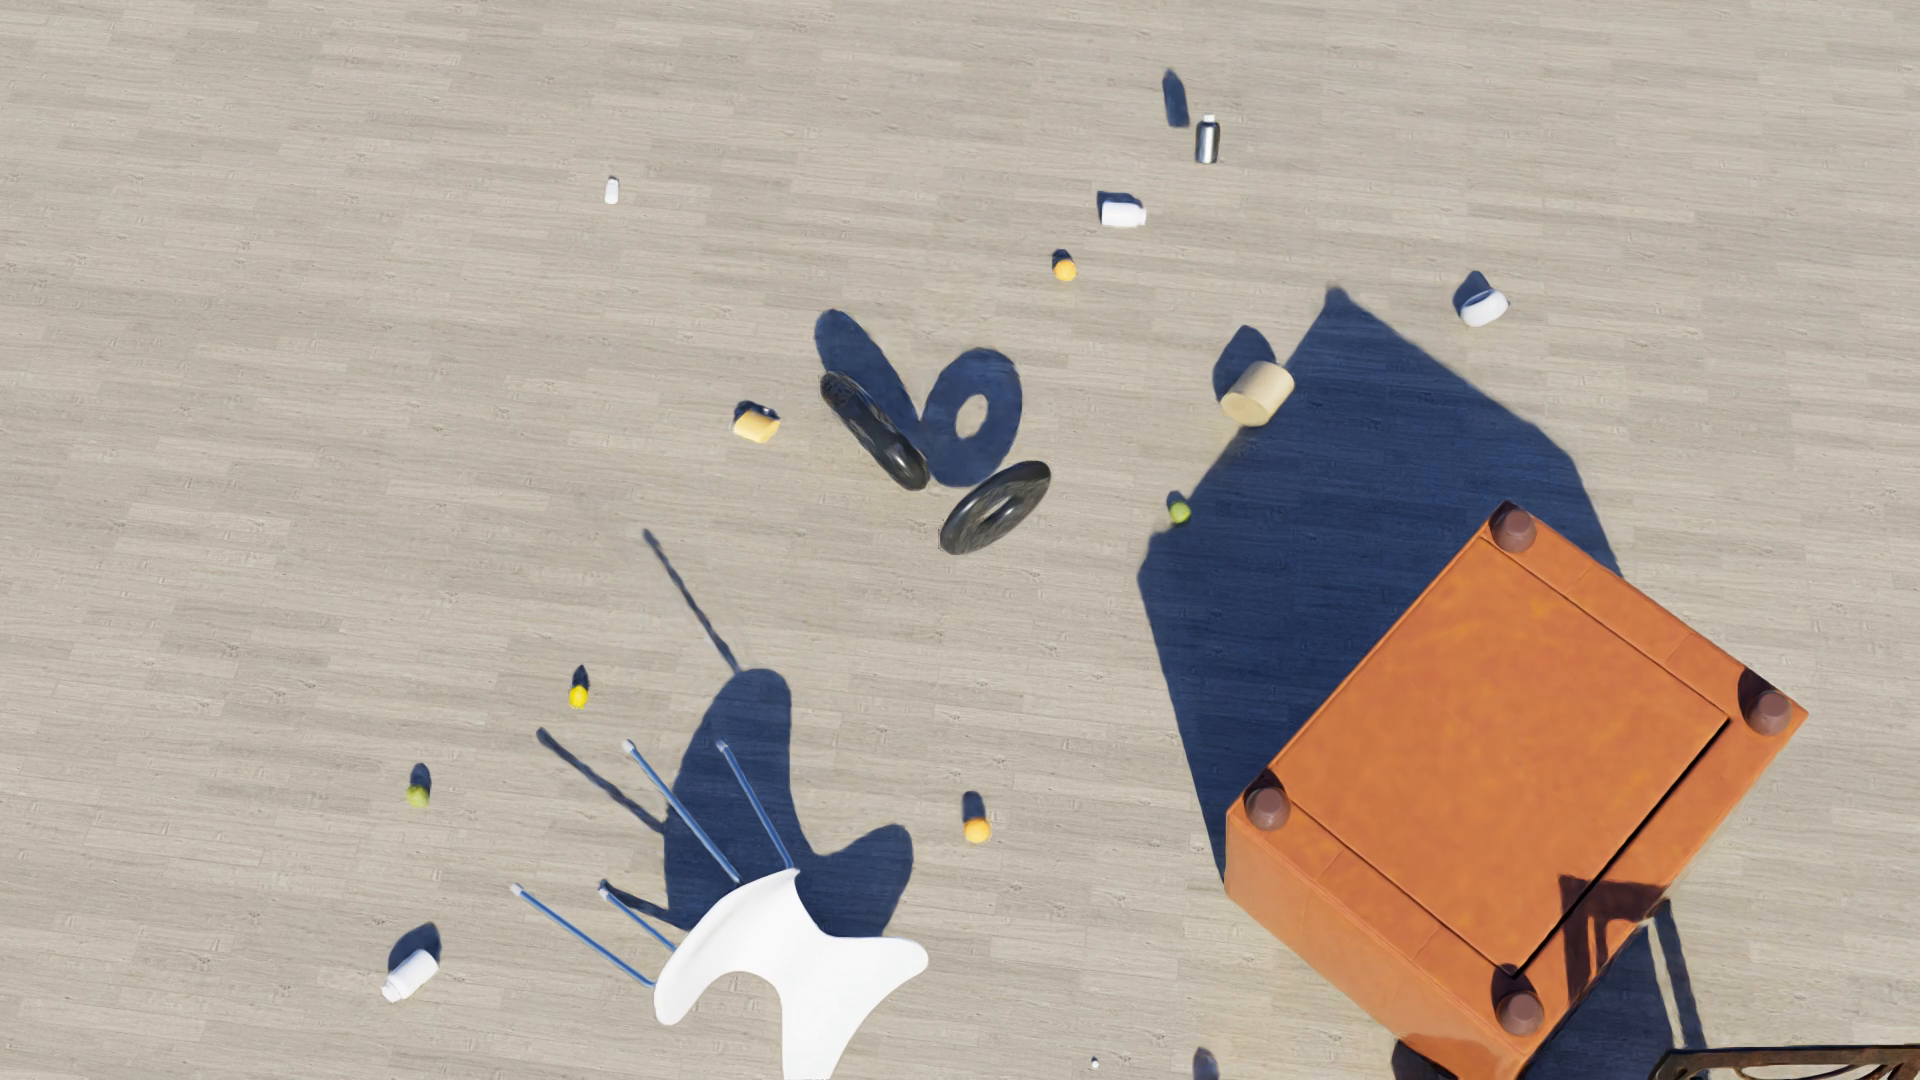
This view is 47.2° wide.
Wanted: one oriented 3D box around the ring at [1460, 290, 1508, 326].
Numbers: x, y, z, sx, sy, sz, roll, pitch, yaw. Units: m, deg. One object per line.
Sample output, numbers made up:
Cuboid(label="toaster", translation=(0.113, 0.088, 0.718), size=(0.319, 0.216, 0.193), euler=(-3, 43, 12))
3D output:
Cuboid(label="ring", translation=(1.667, -0.738, 6.998), size=(0.150, 0.078, 0.094), euler=(-25, 23, 24))

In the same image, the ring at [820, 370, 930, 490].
Cuboid(label="ring", translation=(-0.255, -0.325, 6.522), size=(0.109, 0.324, 0.506), euler=(-41, 58, -1))

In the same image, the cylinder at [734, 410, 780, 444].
Cuboid(label="cylinder", translation=(-0.626, -0.349, 6.763), size=(0.092, 0.058, 0.130), euler=(22, 35, 14))

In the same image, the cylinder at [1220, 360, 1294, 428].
Cuboid(label="cylinder", translation=(0.915, -0.448, 6.756), size=(0.143, 0.205, 0.144), euler=(47, 70, -18))

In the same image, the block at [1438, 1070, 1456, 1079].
Cuboid(label="block", translation=(1.227, 1.435, 5.519), size=(0.128, 0.122, 0.141), euler=(30, 74, 17))

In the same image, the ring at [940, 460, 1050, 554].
Cuboid(label="ring", translation=(0.101, -0.091, 6.177), size=(0.389, 0.314, 0.066), euler=(-33, 65, -19))
